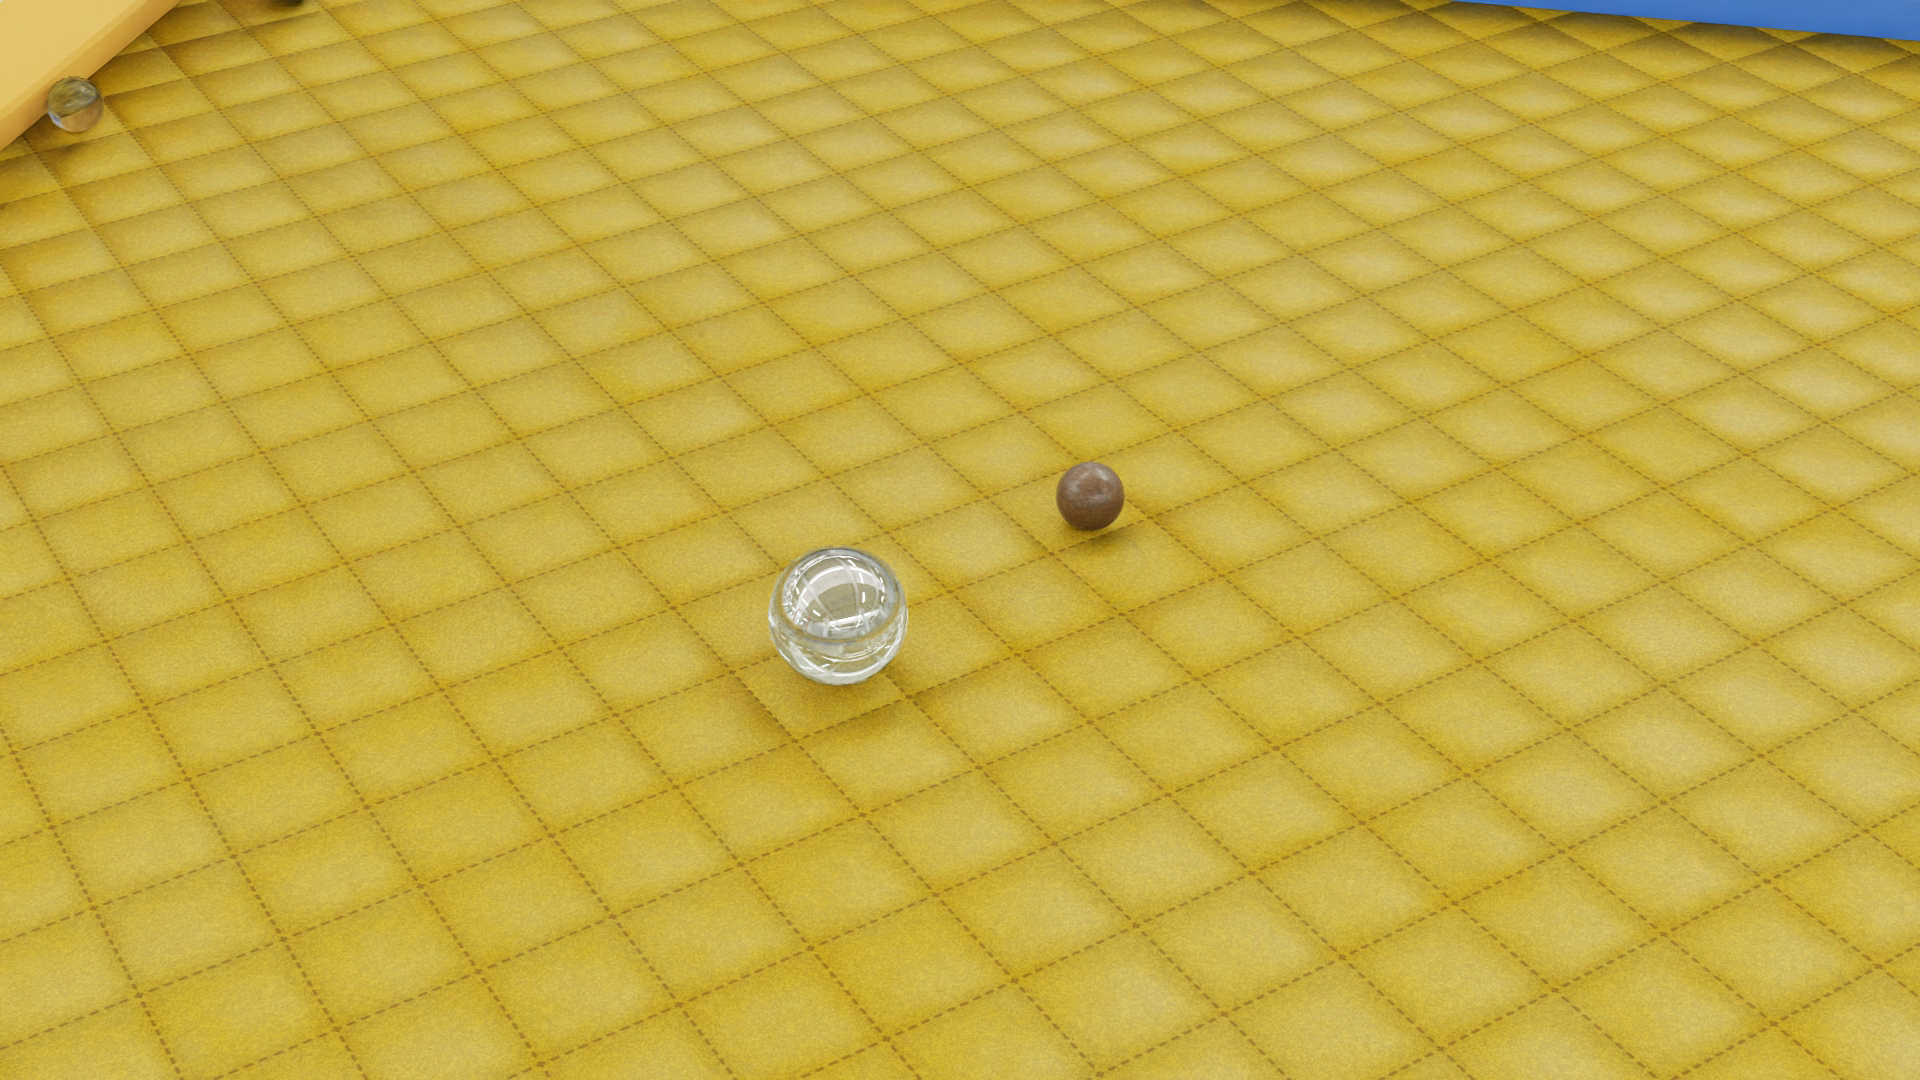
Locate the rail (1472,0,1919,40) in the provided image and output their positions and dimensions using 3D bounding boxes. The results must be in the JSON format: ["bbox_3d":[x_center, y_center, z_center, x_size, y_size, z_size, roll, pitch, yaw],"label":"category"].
[{"bbox_3d":[1.262,-0.518,2.531,4.163,0.126,0.045,7,35,10],"label":"rail"}]

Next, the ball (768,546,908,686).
[{"bbox_3d":[-0.083,0.051,1.739,0.095,0.095,0.095,0,35,0],"label":"ball"}]

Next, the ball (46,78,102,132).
[{"bbox_3d":[-0.846,-0.416,2.452,0.051,0.051,0.051,0,35,0],"label":"ball"}]

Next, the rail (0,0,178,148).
[{"bbox_3d":[-0.992,-0.153,2.005,0.045,0.126,2.288,7,35,10],"label":"rail"}]

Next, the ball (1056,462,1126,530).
[{"bbox_3d":[0.096,-0.032,1.898,0.052,0.052,0.052,0,35,0],"label":"ball"}]
